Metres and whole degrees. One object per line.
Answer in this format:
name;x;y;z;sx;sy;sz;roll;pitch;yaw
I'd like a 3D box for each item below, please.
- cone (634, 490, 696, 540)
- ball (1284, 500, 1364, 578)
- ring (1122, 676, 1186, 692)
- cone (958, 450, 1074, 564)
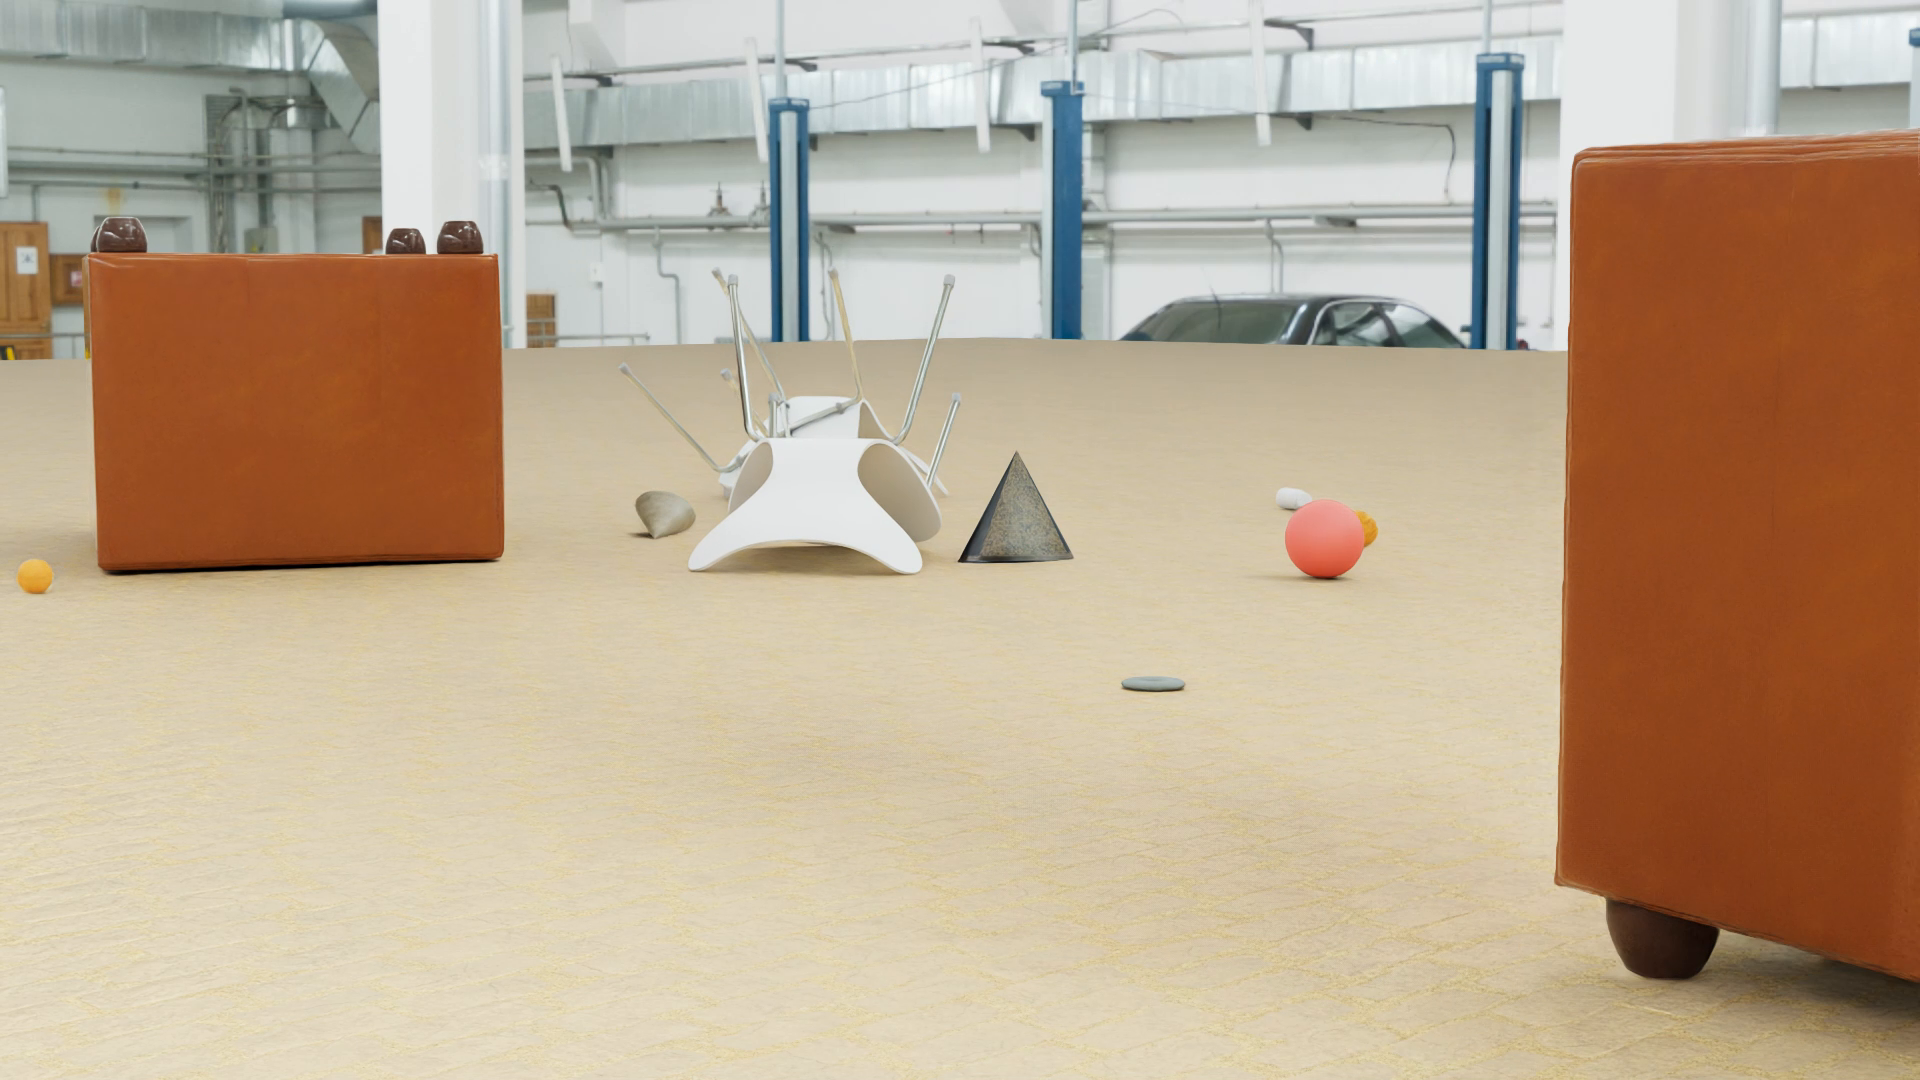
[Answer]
cone;-0.761;-0.037;6.499;0.159;0.114;0.155;18;27;-4
ball;0.795;-0.003;5.595;0.173;0.173;0.173;0;6;0
ring;0.309;0.230;4.105;0.103;0.016;0.078;1;6;9
cone;0.131;-0.081;5.948;0.289;0.256;0.115;-2;6;-20
